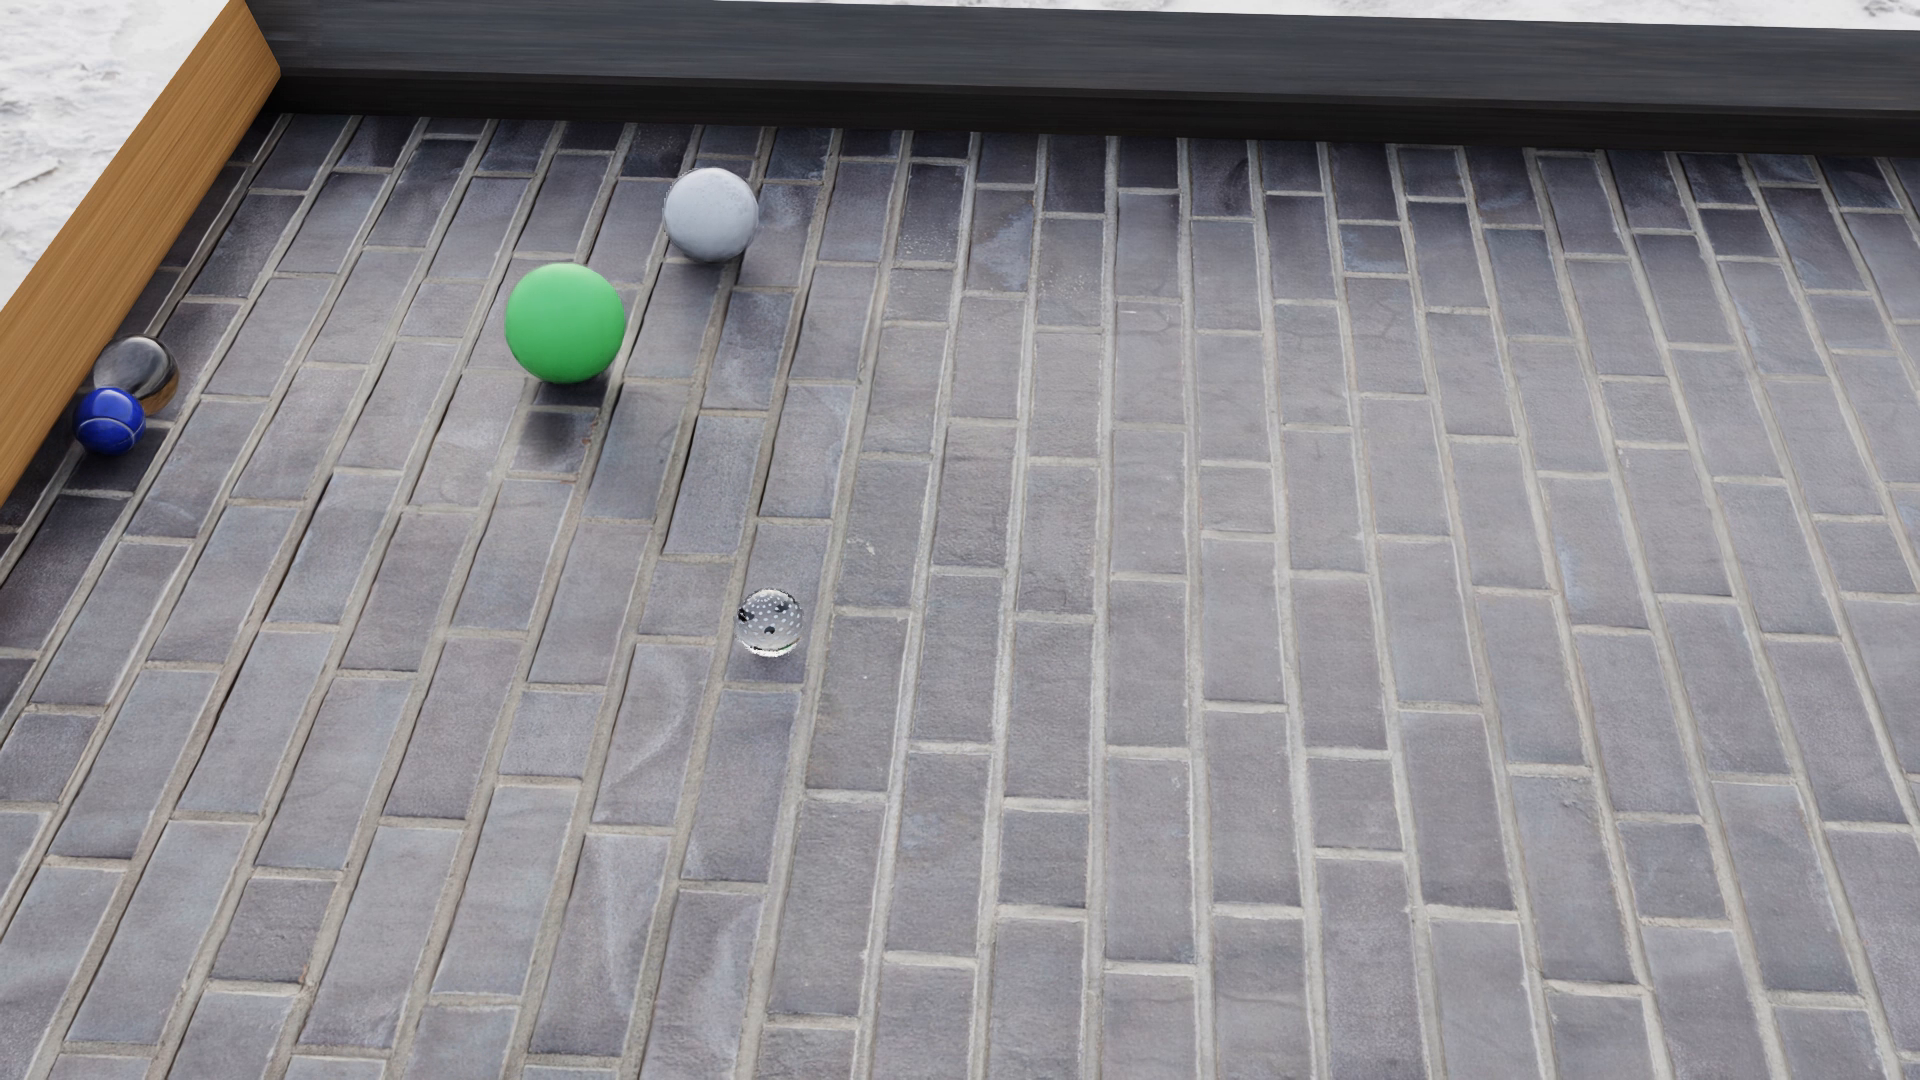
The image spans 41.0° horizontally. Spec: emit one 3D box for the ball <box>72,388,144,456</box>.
[{"bbox_3d":[-0.666,-0.092,2.007,0.054,0.054,0.054,0,35,0],"label":"ball"}]

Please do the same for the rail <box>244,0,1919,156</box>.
[{"bbox_3d":[0.781,-0.409,2.392,2.953,0.128,0.045,2,35,3],"label":"rail"}]

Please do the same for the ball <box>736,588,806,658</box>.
[{"bbox_3d":[-0.133,0.058,1.797,0.049,0.049,0.049,0,35,0],"label":"ball"}]

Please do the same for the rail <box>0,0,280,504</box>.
[{"bbox_3d":[-0.713,-0.050,1.880,0.045,0.128,1.480,2,35,3],"label":"rail"}]

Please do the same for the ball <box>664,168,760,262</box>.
[{"bbox_3d":[-0.218,-0.286,2.259,0.083,0.083,0.083,0,35,0],"label":"ball"}]

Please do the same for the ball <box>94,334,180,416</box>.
[{"bbox_3d":[-0.659,-0.131,2.052,0.066,0.066,0.066,0,35,0],"label":"ball"}]

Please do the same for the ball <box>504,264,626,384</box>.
[{"bbox_3d":[-0.322,-0.176,2.087,0.098,0.098,0.098,0,35,0],"label":"ball"}]
